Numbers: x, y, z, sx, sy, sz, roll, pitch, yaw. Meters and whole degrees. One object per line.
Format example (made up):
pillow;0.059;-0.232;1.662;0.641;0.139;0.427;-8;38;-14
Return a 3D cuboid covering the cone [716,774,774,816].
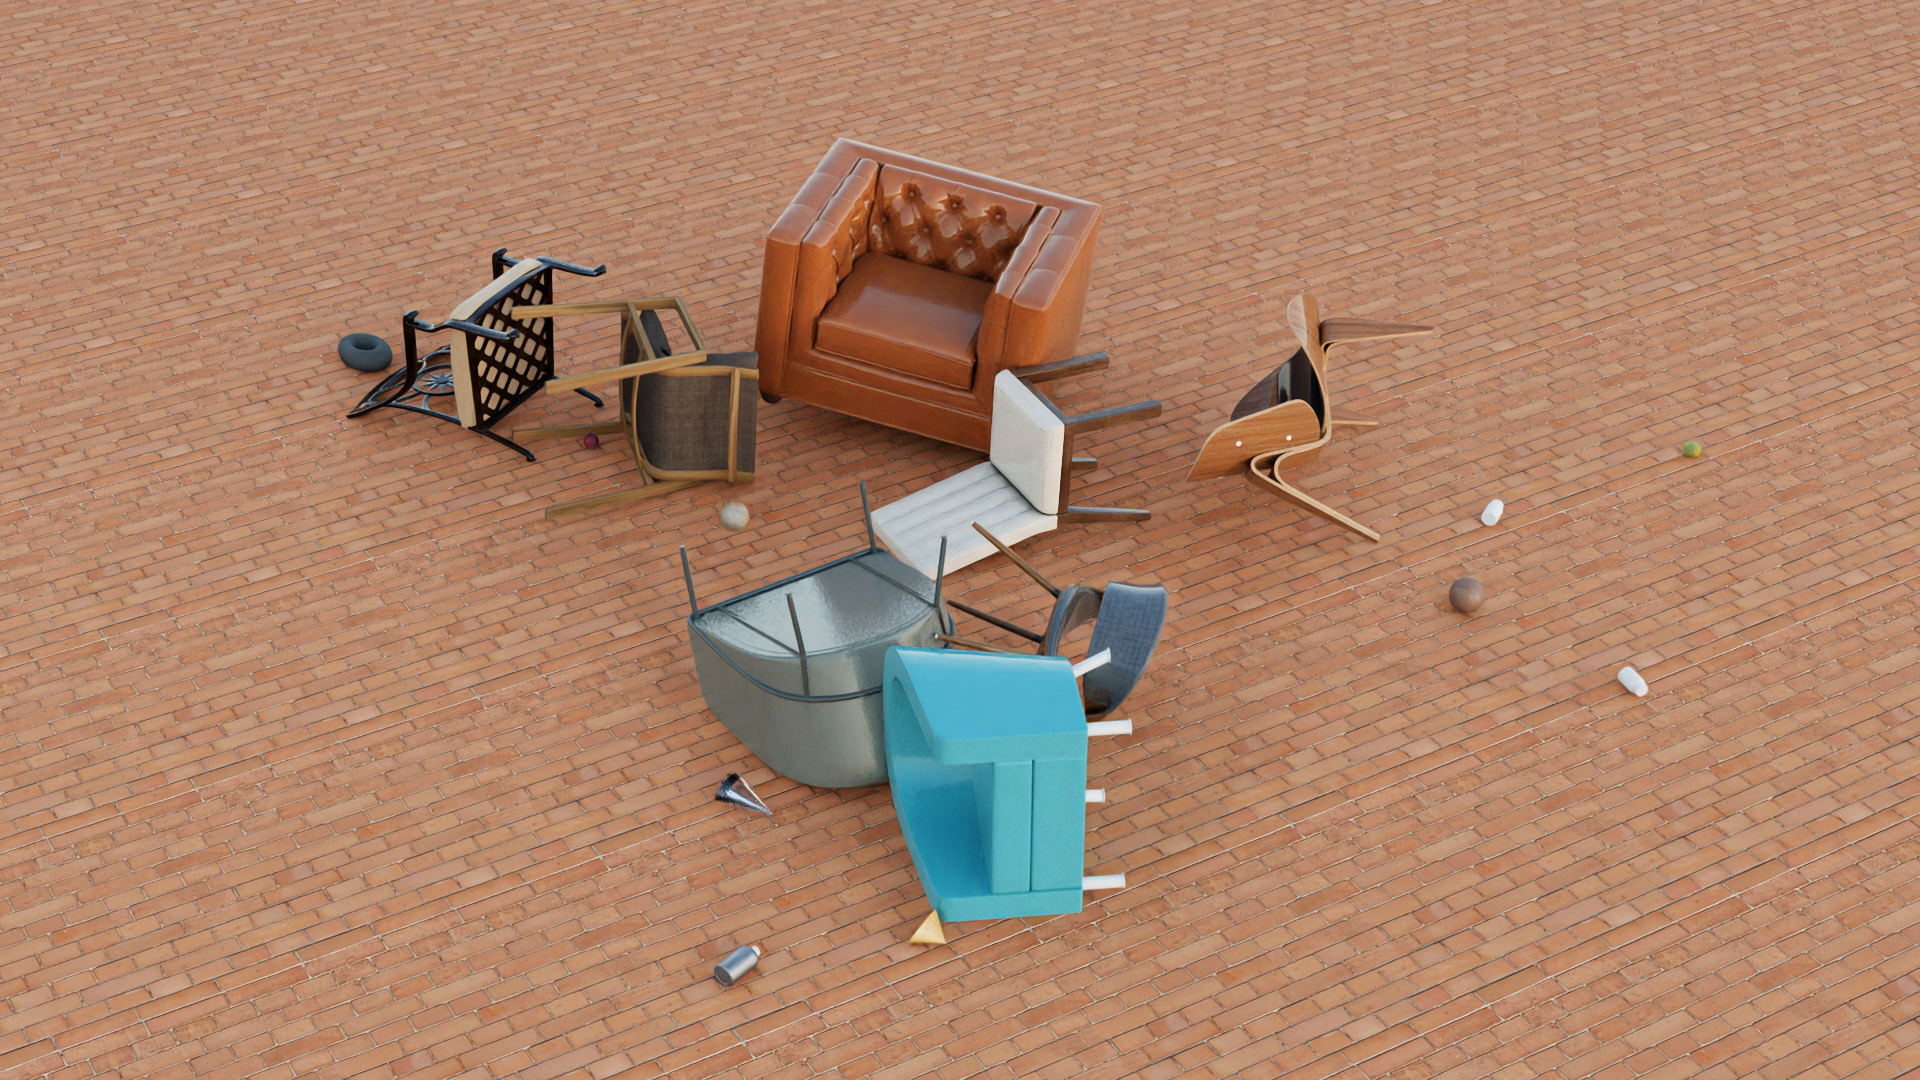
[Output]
cone;-0.689;0.855;9.610;0.189;0.083;0.130;29;41;18

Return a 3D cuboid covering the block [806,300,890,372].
block;-0.466;-0.846;12.107;0.264;0.133;0.302;-11;35;-16

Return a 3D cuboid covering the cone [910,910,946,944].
cone;-0.081;1.220;9.058;0.092;0.085;0.172;36;37;7

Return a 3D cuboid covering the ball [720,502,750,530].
ball;-0.843;-0.090;10.982;0.109;0.109;0.109;0;33;0

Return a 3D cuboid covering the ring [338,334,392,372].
ring;-2.440;-0.770;12.030;0.266;0.092;0.187;26;40;35

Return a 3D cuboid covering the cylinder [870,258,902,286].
cylinder;-0.319;-1.153;12.608;0.094;0.094;0.111;-17;24;-24
